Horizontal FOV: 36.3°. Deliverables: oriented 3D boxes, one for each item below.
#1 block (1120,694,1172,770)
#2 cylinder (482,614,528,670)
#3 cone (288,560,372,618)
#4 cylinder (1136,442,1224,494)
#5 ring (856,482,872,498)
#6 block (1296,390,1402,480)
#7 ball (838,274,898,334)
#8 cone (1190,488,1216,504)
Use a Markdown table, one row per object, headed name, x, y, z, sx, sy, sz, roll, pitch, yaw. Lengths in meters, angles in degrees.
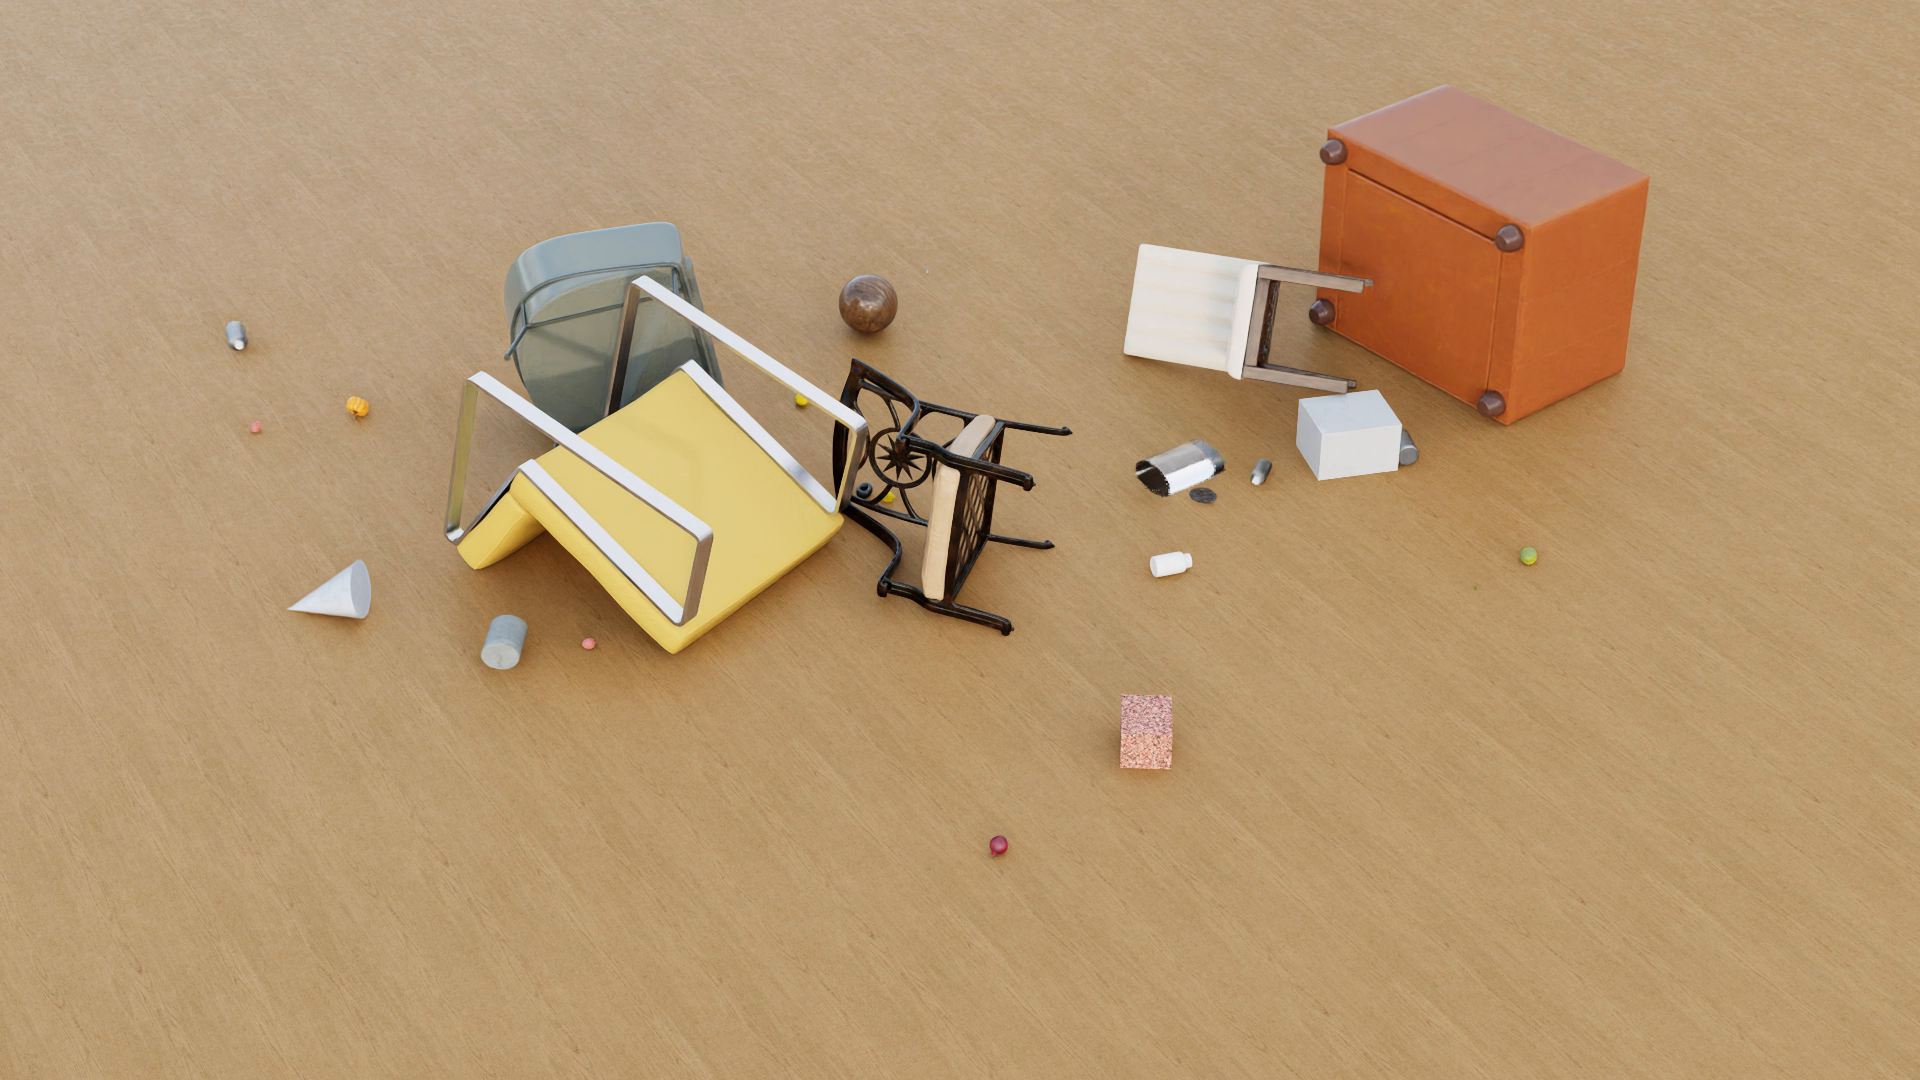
| name | x | y | z | sx | sy | sz | roll | pitch | yaw |
| --- | --- | --- | --- | --- | --- | --- | --- | --- | --- |
| block | 0.625 | 0.643 | 9.839 | 0.169 | 0.143 | 0.219 | 2 | 33 | 2 |
| cylinder | -1.600 | 0.358 | 10.298 | 0.134 | 0.113 | 0.172 | -1 | 33 | 3 |
| cone | -2.289 | 0.212 | 10.549 | 0.285 | 0.166 | 0.303 | -15 | 32 | 6 |
| cylinder | 0.844 | -0.278 | 11.255 | 0.269 | 0.122 | 0.214 | -17 | 32 | -35 |
| ring | -0.366 | -0.189 | 11.204 | 0.061 | 0.031 | 0.093 | 8 | 33 | 11 |
| block | 1.507 | -0.409 | 11.376 | 0.323 | 0.207 | 0.270 | -7 | 34 | -11 |
| ball | -0.382 | -0.985 | 12.212 | 0.250 | 0.250 | 0.250 | 0 | 33 | 0 |
| cone | 0.938 | -0.185 | 11.198 | 0.107 | 0.061 | 0.108 | 7 | 18 | 14 |
